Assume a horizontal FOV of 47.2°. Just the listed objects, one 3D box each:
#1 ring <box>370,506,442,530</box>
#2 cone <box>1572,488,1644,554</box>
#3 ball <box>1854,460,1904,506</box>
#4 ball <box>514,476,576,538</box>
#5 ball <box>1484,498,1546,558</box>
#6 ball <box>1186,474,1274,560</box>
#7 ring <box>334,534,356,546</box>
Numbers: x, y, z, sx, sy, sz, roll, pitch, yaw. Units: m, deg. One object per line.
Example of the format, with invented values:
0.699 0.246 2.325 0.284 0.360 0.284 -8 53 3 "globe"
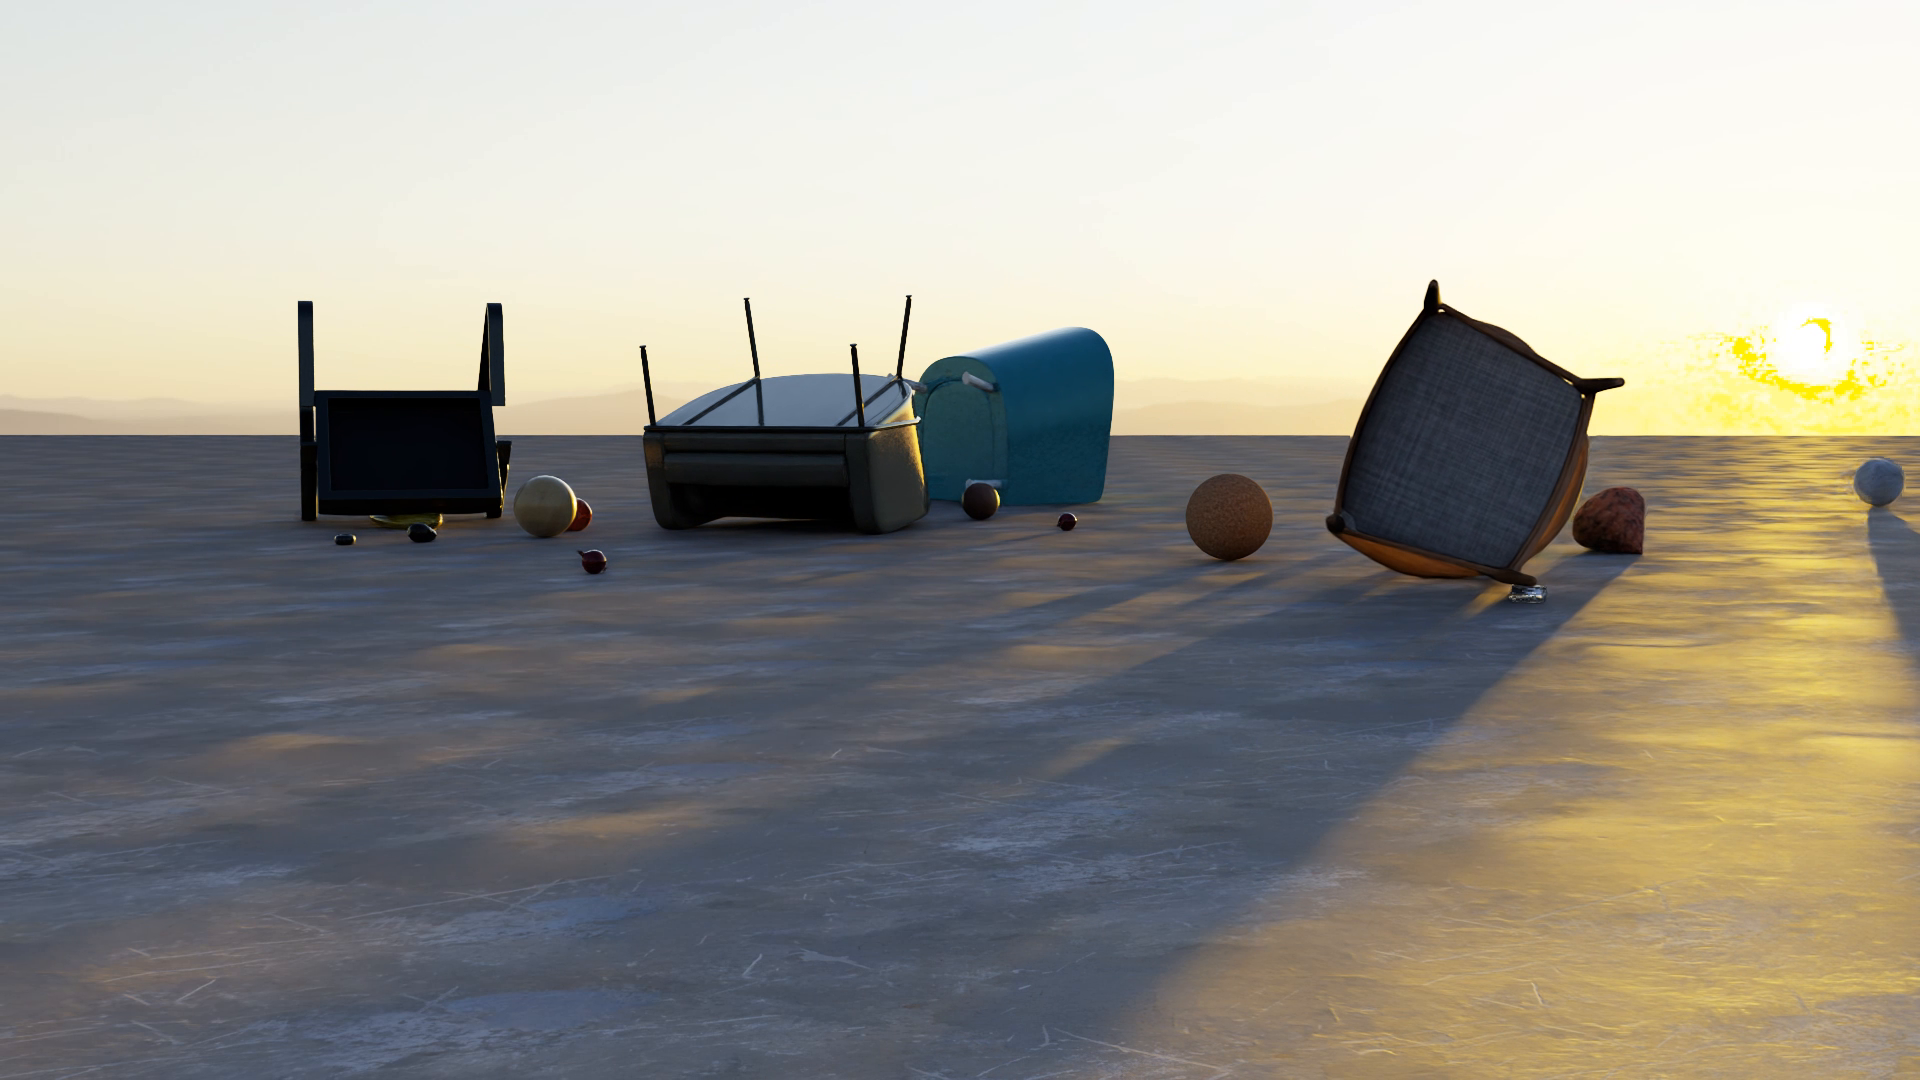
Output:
-1.800 -0.072 7.142 0.193 0.053 0.412 -7 10 -34 "ring"
1.827 -0.010 6.038 0.255 0.211 0.164 17 28 -36 "cone"
3.530 -0.221 8.450 0.179 0.179 0.179 0 4 0 "ball"
-1.254 -0.101 6.647 0.188 0.188 0.188 0 4 0 "ball"
1.480 -0.033 5.858 0.160 0.160 0.160 0 4 0 "ball"
0.707 -0.061 5.772 0.228 0.228 0.228 0 4 0 "ball"
-1.776 -0.001 6.353 0.055 0.029 0.074 2 6 12 "ring"
